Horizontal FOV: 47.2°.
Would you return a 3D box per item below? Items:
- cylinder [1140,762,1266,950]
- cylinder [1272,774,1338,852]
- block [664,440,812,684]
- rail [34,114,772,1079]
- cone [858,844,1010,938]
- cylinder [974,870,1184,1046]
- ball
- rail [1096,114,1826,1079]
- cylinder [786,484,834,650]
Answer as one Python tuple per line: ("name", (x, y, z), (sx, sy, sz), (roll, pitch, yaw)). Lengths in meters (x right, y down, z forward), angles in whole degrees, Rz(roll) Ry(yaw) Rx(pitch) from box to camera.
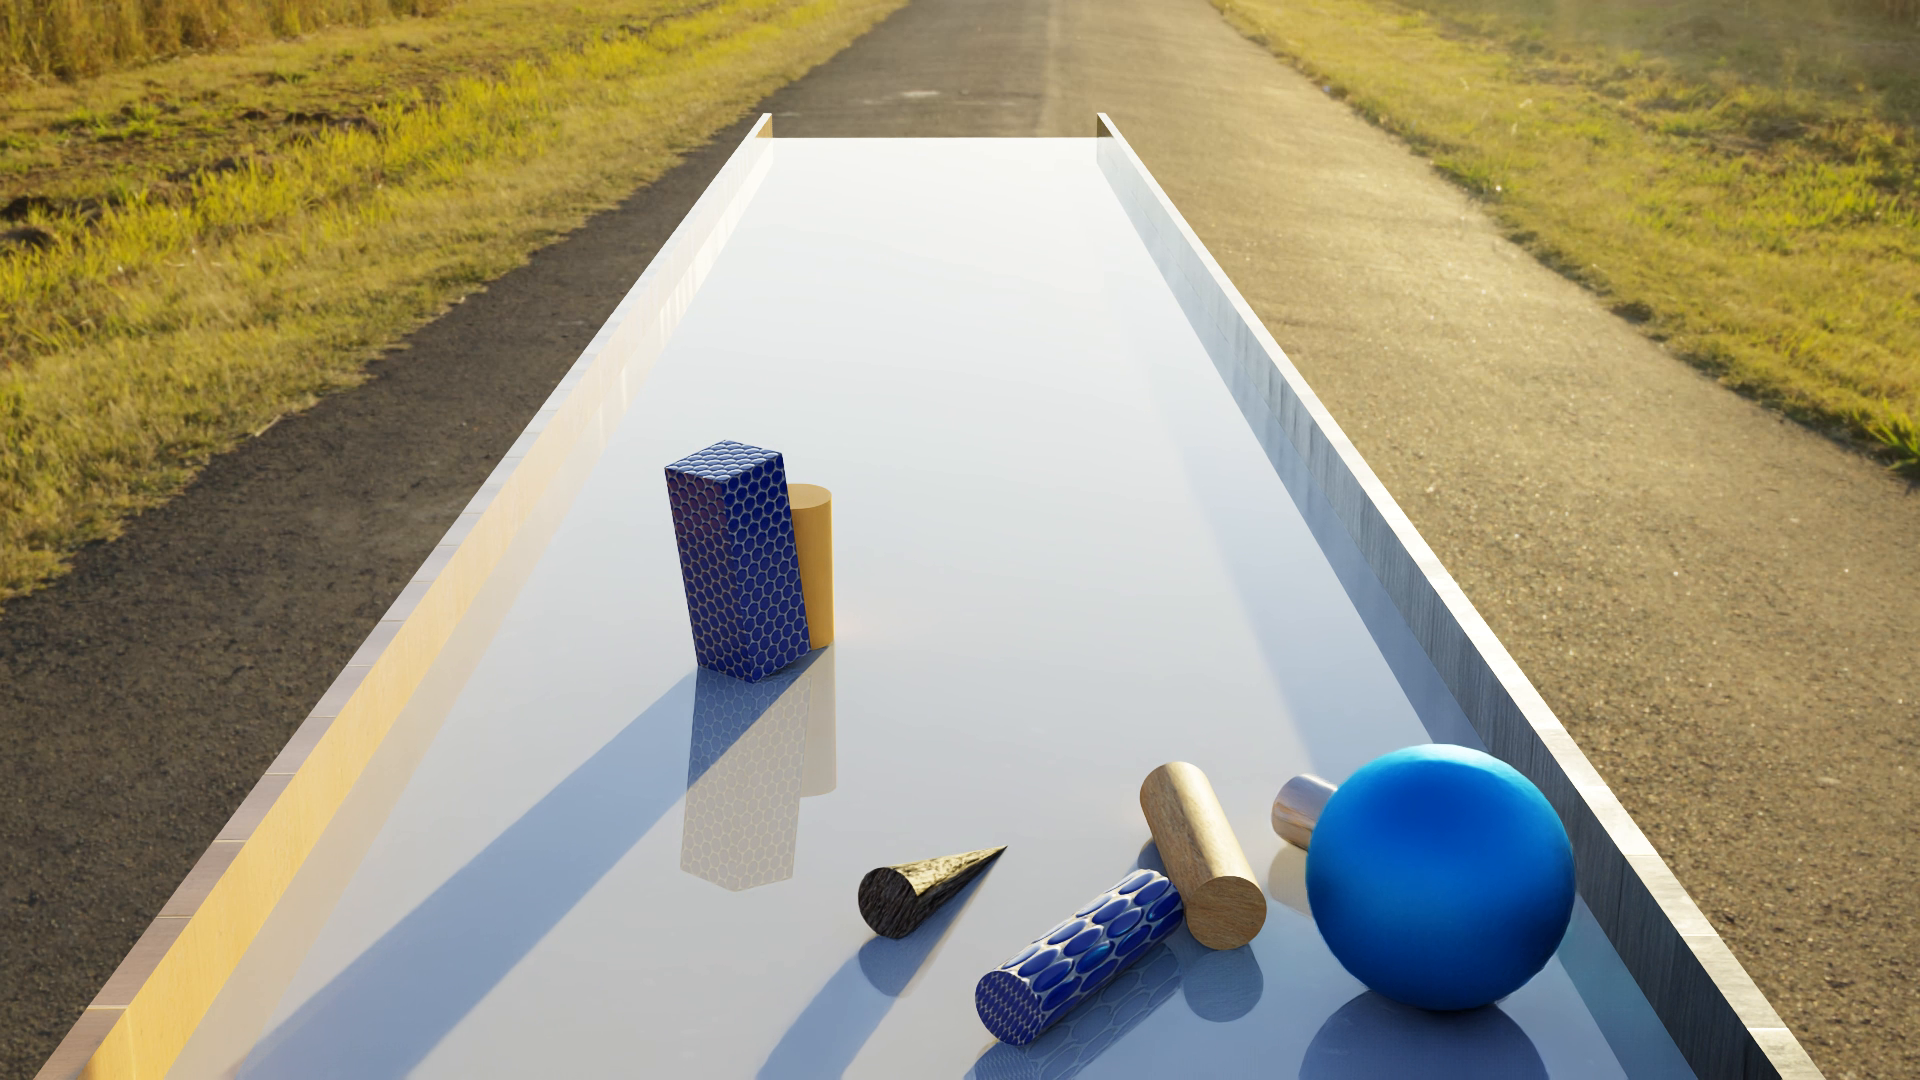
("cylinder", (0.370, 0.481, 3.403), (0.119, 0.119, 0.433), (-1, 17, -4))
("cylinder", (0.671, 0.485, 3.399), (0.113, 0.113, 0.434), (-11, 20, -33))
("block", (-0.432, 0.041, 4.305), (0.162, 0.426, 0.162), (14, 31, 40))
("rail", (-1.118, -0.838, 7.780), (0.050, 0.150, 12.000), (0, 17, -1))
("cone", (-0.013, 0.515, 3.404), (0.106, 0.106, 0.373), (9, 11, 29))
("cylinder", (0.173, 0.580, 3.089), (0.107, 0.107, 0.384), (11, 20, 33))
("ball", (0.661, 0.464, 3.031), (0.363, 0.363, 0.363), (0, 17, 0))
("rail", (0.932, -0.844, 7.801), (0.050, 0.150, 12.000), (0, 17, -1))
("cylinder", (-0.331, 0.055, 4.477), (0.147, 0.310, 0.147), (0, 22, 0))
